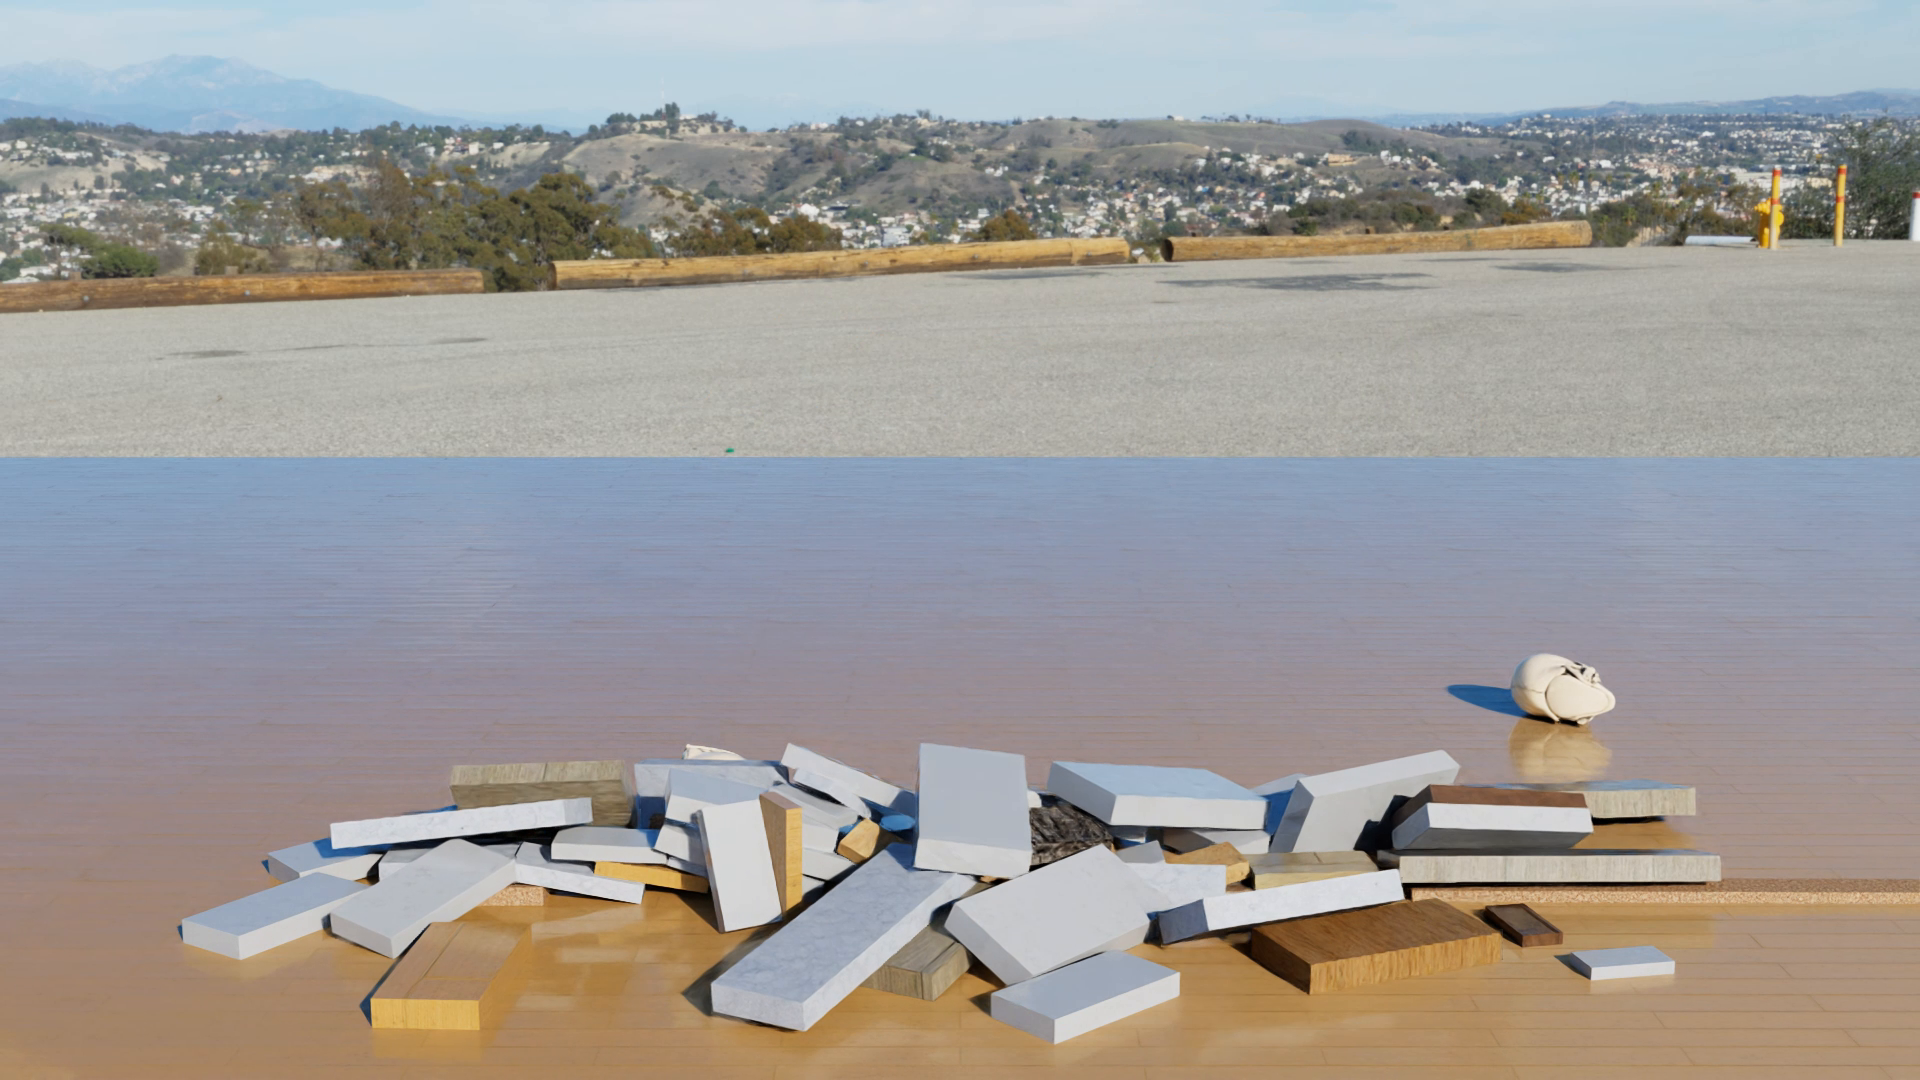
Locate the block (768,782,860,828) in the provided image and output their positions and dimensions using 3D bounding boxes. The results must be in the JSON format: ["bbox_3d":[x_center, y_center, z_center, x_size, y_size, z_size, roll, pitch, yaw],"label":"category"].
[{"bbox_3d":[-0.245,0.442,3.660,0.139,0.020,0.069,21,11,26],"label":"block"}]

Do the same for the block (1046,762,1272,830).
[{"bbox_3d":[0.345,0.440,3.787,0.357,0.051,0.179,7,9,-36],"label":"block"}]

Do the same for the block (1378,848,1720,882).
[{"bbox_3d":[0.981,0.544,3.681,0.535,0.042,0.149,0,-4,-3],"label":"block"}]

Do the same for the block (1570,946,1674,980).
[{"bbox_3d":[1.005,0.642,3.339,0.136,0.019,0.068,-2,11,-11],"label":"block"}]

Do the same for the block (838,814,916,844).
[{"bbox_3d":[-0.178,0.517,3.819,0.243,0.030,0.107,-12,7,16],"label":"block"}]

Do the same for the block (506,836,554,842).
[{"bbox_3d":[-0.755,0.535,3.910,0.068,0.019,0.135,-7,12,-32],"label":"block"}]

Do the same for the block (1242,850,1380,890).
[{"bbox_3d":[0.581,0.549,3.648,0.208,0.029,0.104,-1,11,-5],"label":"block"}]

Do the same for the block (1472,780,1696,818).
[{"bbox_3d":[1.127,0.476,4.024,0.385,0.048,0.169,0,-1,-13],"label":"block"}]

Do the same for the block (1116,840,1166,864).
[{"bbox_3d":[0.249,0.552,3.656,0.184,0.026,0.092,-16,13,2],"label":"block"}]

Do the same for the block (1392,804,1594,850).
[{"bbox_3d":[0.906,0.498,3.750,0.298,0.042,0.149,3,-27,-13],"label":"block"}]

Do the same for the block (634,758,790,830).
[{"bbox_3d":[-0.431,0.462,3.865,0.293,0.147,0.042,-2,9,27],"label":"block"}]

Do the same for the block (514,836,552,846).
[{"bbox_3d":[-0.724,0.545,3.796,0.135,0.019,0.067,7,35,34],"label":"block"}]

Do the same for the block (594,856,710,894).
[{"bbox_3d":[-0.511,0.546,3.673,0.188,0.027,0.094,10,10,-6],"label":"block"}]

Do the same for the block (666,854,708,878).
[{"bbox_3d":[-0.392,0.545,3.676,0.188,0.027,0.094,19,10,-4],"label":"block"}]

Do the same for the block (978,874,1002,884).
[{"bbox_3d":[0.037,0.560,3.651,0.018,0.064,0.128,11,15,29],"label":"block"}]

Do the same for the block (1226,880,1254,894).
[{"bbox_3d":[0.510,0.577,3.657,0.208,0.029,0.104,-1,11,-6],"label":"block"}]

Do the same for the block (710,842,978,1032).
[{"bbox_3d":[-0.162,0.586,3.307,0.154,0.044,0.523,5,18,28],"label":"block"}]

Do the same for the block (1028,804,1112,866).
[{"bbox_3d":[0.105,0.487,3.615,0.259,0.037,0.130,-1,20,-20],"label":"block"}]

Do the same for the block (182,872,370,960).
[{"bbox_3d":[-1.087,0.598,3.518,0.135,0.038,0.270,7,13,32],"label":"block"}]

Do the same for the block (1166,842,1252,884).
[{"bbox_3d":[0.366,0.557,3.646,0.208,0.029,0.104,-14,13,-9],"label":"block"}]

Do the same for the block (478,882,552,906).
[{"bbox_3d":[-0.794,0.575,3.664,0.219,0.031,0.109,0,11,0],"label":"block"}]

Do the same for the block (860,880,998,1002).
[{"bbox_3d":[-0.036,0.605,3.373,0.154,0.044,0.309,5,18,28],"label":"block"}]

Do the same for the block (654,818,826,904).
[{"bbox_3d":[-0.360,0.521,3.659,0.281,0.040,0.140,20,10,-3],"label":"block"}]

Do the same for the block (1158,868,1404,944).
[{"bbox_3d":[0.497,0.568,3.409,0.338,0.048,0.169,-5,-15,-21],"label":"block"}]

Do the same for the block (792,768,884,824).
[{"bbox_3d":[-0.205,0.435,3.716,0.081,0.023,0.162,16,-17,37],"label":"block"}]

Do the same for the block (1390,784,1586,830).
[{"bbox_3d":[0.916,0.479,3.813,0.298,0.042,0.149,5,-30,-17],"label":"block"}]

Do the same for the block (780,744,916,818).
[{"bbox_3d":[-0.166,0.417,3.759,0.259,0.037,0.130,20,-5,19],"label":"block"}]

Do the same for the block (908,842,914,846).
[{"bbox_3d":[-0.103,0.521,3.676,0.136,0.019,0.068,16,10,4],"label":"block"}]

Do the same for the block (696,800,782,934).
[{"bbox_3d":[-0.353,0.521,3.518,0.099,0.198,0.028,-6,-14,-28],"label":"block"}]

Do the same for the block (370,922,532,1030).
[{"bbox_3d":[-0.749,0.643,3.264,0.154,0.044,0.309,1,11,3],"label":"block"}]

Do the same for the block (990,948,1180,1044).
[{"bbox_3d":[0.183,0.660,3.192,0.259,0.037,0.130,-10,14,-42],"label":"block"}]

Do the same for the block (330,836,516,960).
[{"bbox_3d":[-0.853,0.567,3.507,0.135,0.038,0.270,15,27,30],"label":"block"}]

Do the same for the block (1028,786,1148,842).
[{"bbox_3d":[0.136,0.466,3.875,0.357,0.051,0.179,12,-3,-12],"label":"block"}]

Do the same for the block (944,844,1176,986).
[{"bbox_3d":[0.160,0.582,3.389,0.169,0.048,0.365,39,31,30],"label":"block"}]

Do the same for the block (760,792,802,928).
[{"bbox_3d":[-0.288,0.514,3.534,0.028,0.198,0.099,-5,12,-30],"label":"block"}]

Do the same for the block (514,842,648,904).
[{"bbox_3d":[-0.631,0.554,3.664,0.219,0.031,0.109,11,10,-3],"label":"block"}]

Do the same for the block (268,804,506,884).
[{"bbox_3d":[-0.976,0.528,3.839,0.424,0.038,0.135,-12,15,-38],"label":"block"}]

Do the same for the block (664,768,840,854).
[{"bbox_3d":[-0.347,0.447,3.643,0.281,0.040,0.140,14,10,-11],"label":"block"}]

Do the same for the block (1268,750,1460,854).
[{"bbox_3d":[0.706,0.471,3.835,0.338,0.169,0.048,-7,38,-32],"label":"block"}]

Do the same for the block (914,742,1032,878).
[{"bbox_3d":[0.019,0.438,3.586,0.179,0.051,0.357,7,19,-3],"label":"block"}]

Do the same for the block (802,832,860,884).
[{"bbox_3d":[-0.177,0.534,3.660,0.281,0.040,0.140,15,10,-3],"label":"block"}]

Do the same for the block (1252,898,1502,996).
[{"bbox_3d":[0.638,0.621,3.372,0.338,0.048,0.169,-4,11,-23],"label":"block"}]

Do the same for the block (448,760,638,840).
[{"bbox_3d":[-0.709,0.445,3.761,0.293,0.147,0.042,-2,44,3],"label":"block"}]

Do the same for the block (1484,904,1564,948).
[{"bbox_3d":[0.895,0.612,3.497,0.068,0.019,0.136,-2,11,-12],"label":"block"}]

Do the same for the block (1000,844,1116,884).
[{"bbox_3d":[0.163,0.550,3.651,0.184,0.026,0.092,-13,14,13],"label":"block"}]

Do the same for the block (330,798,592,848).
[{"bbox_3d":[-0.830,0.472,3.672,0.399,0.042,0.147,-7,-6,8],"label":"block"}]

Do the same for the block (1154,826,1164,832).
[{"bbox_3d":[0.456,0.504,4.050,0.213,0.030,0.107,-5,12,-24],"label":"block"}]

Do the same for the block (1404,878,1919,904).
[{"bbox_3d":[1.319,0.583,3.655,1.146,0.019,0.068,0,11,1],"label":"block"}]

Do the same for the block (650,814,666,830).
[{"bbox_3d":[-0.429,0.522,3.763,0.198,0.099,0.028,1,11,5],"label":"block"}]

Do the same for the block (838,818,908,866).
[{"bbox_3d":[-0.111,0.523,3.600,0.162,0.023,0.081,29,35,17],"label":"block"}]

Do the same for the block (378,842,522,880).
[{"bbox_3d":[-0.852,0.539,3.689,0.219,0.031,0.109,0,11,-1],"label":"block"}]

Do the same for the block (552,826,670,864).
[{"bbox_3d":[-0.577,0.506,3.654,0.188,0.027,0.094,3,11,-1],"label":"block"}]

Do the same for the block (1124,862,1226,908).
[{"bbox_3d":[0.338,0.571,3.561,0.184,0.026,0.092,1,48,5],"label":"block"}]

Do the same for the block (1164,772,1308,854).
[{"bbox_3d":[0.545,0.502,3.915,0.338,0.048,0.169,-12,20,-36],"label":"block"}]
